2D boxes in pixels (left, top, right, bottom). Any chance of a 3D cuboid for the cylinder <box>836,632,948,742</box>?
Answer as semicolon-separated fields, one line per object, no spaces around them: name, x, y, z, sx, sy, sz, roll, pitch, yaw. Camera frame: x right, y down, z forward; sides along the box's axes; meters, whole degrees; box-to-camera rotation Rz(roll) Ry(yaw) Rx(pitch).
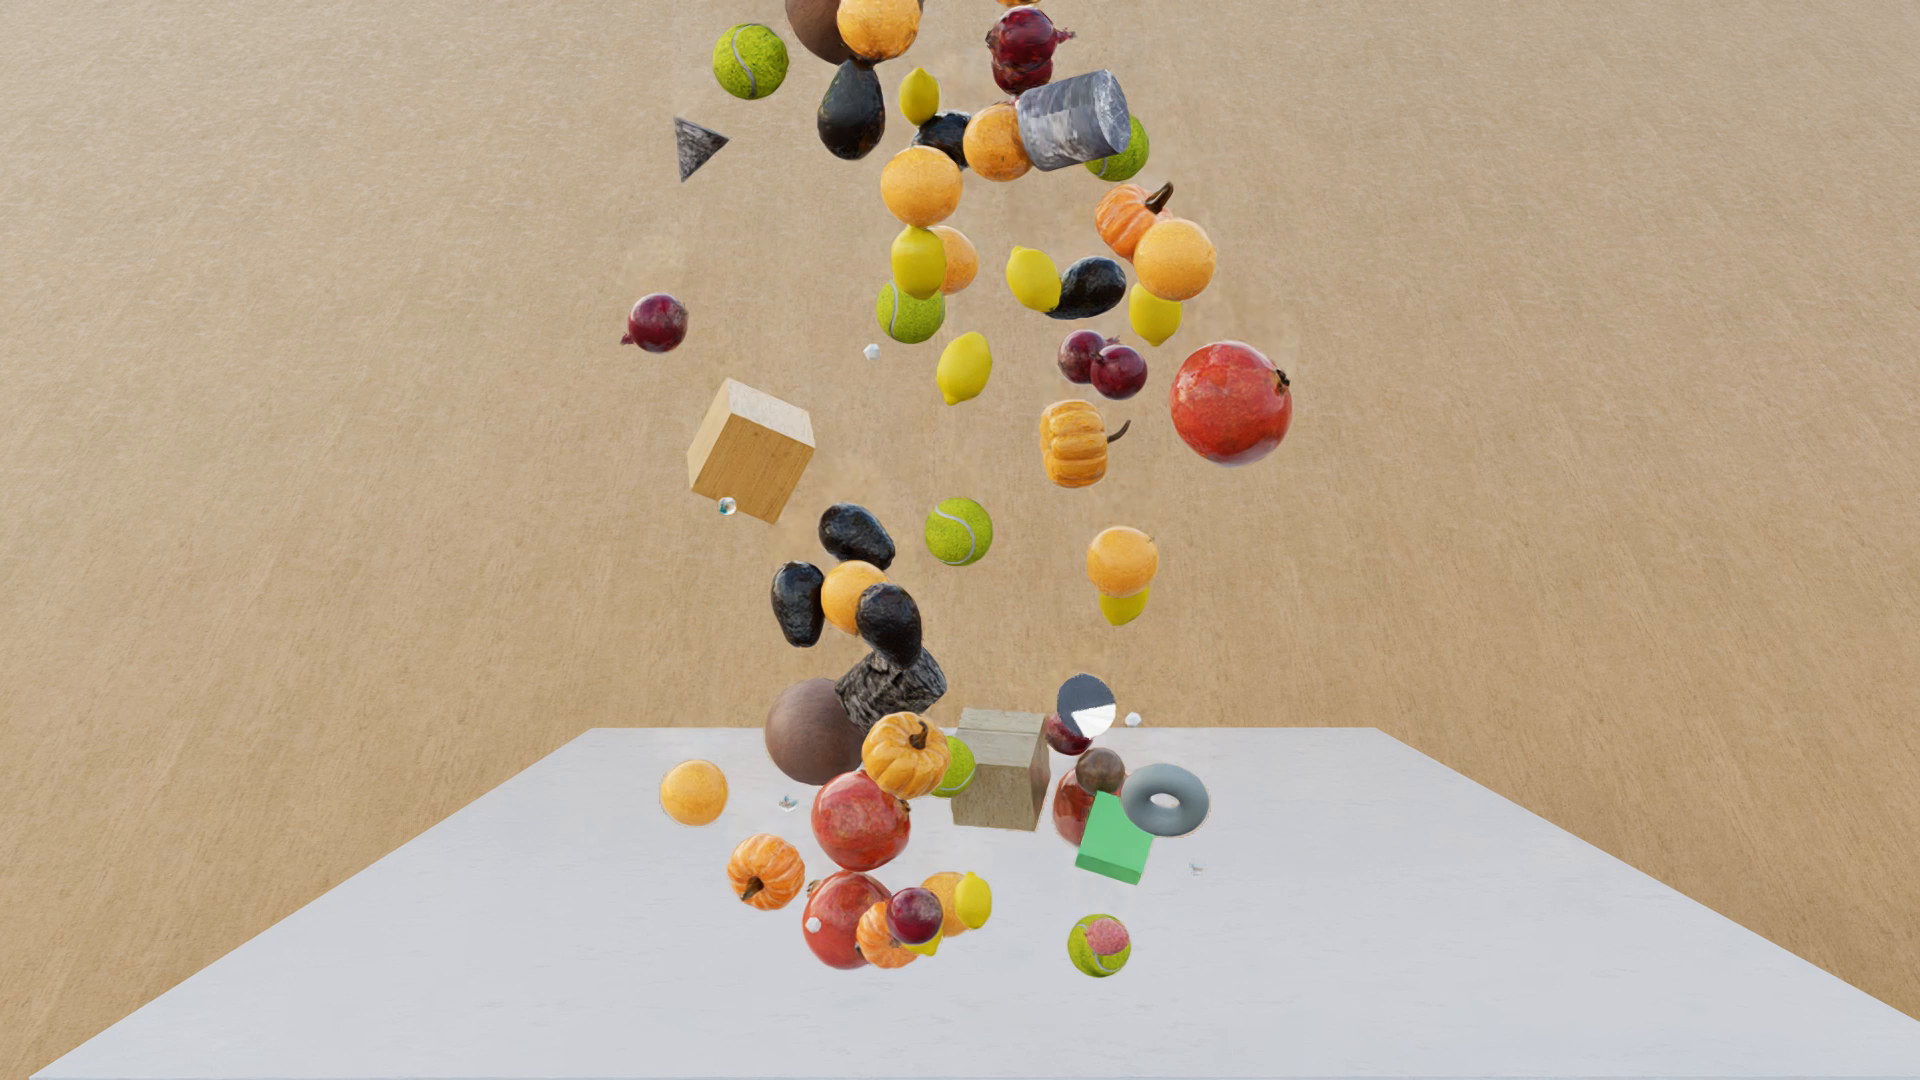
cylinder;-0.080;0.170;2.995;0.092;0.092;0.092;-41;20;19

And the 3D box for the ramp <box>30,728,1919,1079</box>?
ramp;0.062;0.559;4.597;2.000;0.100;4.000;0;1;0

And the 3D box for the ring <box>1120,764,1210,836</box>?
ring;0.213;0.270;2.682;0.092;0.092;0.031;5;38;9

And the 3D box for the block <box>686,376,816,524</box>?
block;-0.217;-0.092;2.672;0.095;0.095;0.095;23;20;-18

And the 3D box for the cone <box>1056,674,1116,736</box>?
cone;0.120;0.181;2.726;0.066;0.066;0.066;-13;-10;-23

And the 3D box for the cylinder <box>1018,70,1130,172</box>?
cylinder;0.106;-0.388;2.390;0.078;0.078;0.078;-10;21;27

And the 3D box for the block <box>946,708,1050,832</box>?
block;0.047;0.273;3.075;0.099;0.099;0.099;3;36;13

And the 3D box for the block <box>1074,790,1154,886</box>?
block;0.183;0.347;3.003;0.077;0.077;0.077;17;72;4

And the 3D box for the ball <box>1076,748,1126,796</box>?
ball;0.164;0.272;3.019;0.058;0.058;0.058;0;28;0

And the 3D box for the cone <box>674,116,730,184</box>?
cone;-0.263;-0.377;2.534;0.059;0.059;0.059;21;9;-4
